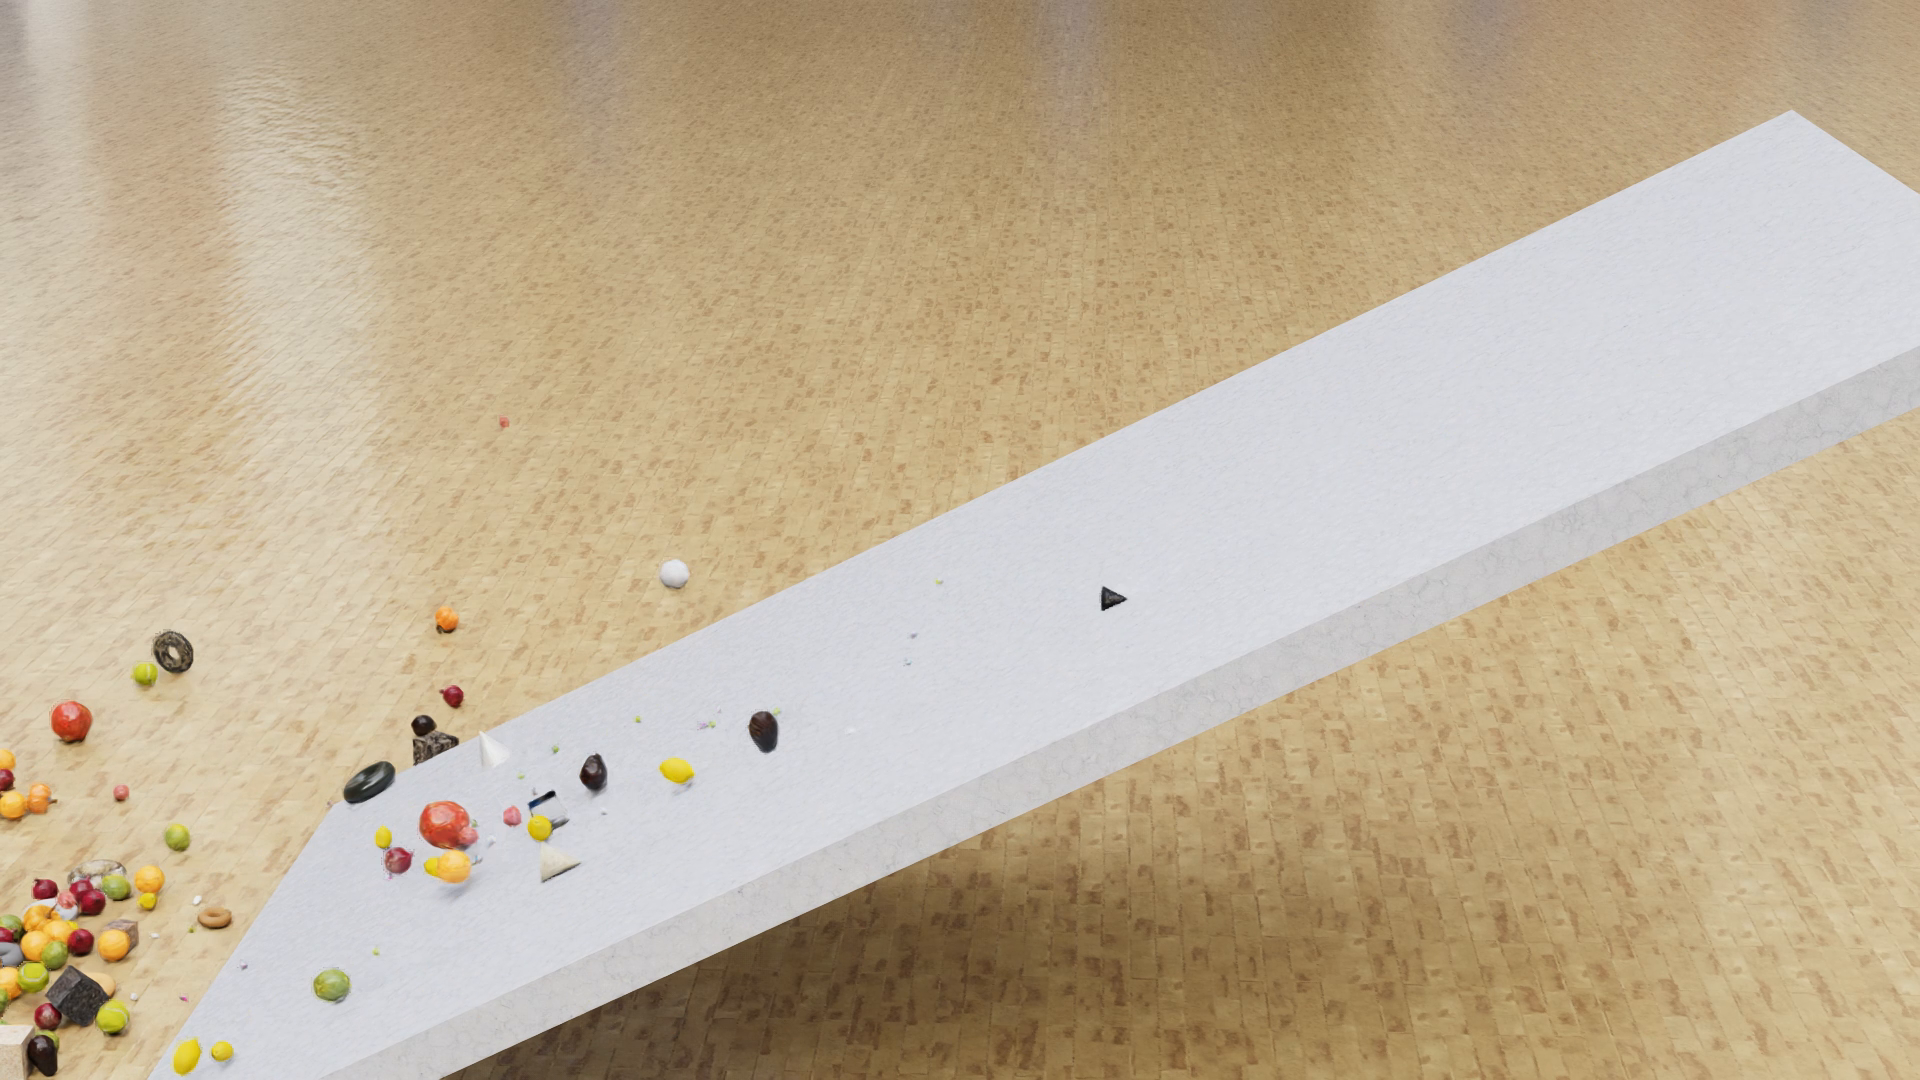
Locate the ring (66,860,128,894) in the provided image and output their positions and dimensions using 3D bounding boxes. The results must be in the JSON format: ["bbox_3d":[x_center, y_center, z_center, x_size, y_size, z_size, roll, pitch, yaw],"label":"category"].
[{"bbox_3d":[-2.138,0.836,7.286,0.146,0.049,0.146,-1,18,0],"label":"ring"}]

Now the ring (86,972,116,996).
[{"bbox_3d":[-1.980,1.020,6.690,0.117,0.039,0.117,1,18,0],"label":"ring"}]

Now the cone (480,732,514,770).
[{"bbox_3d":[-1.147,0.500,7.147,0.089,0.089,0.089,-26,14,7],"label":"cone"}]

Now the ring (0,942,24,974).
[{"bbox_3d":[-2.239,0.973,6.840,0.123,0.041,0.123,-1,18,0],"label":"ring"}]

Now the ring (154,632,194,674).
[{"bbox_3d":[-2.351,0.337,8.793,0.133,0.133,0.044,6,23,19],"label":"ring"}]

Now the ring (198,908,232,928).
[{"bbox_3d":[-1.792,0.908,7.075,0.080,0.027,0.080,4,18,-1],"label":"ring"}]

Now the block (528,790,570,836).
[{"bbox_3d":[-0.892,0.590,6.375,0.064,0.064,0.064,-29,14,-3],"label":"block"}]

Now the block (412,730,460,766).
[{"bbox_3d":[-1.432,0.585,8.049,0.089,0.089,0.089,13,21,36],"label":"block"}]

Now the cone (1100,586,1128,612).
[{"bbox_3d":[0.310,0.117,5.871,0.054,0.054,0.054,-5,16,9],"label":"cone"}]

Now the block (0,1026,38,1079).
[{"bbox_3d":[-2.044,1.104,6.318,0.091,0.091,0.091,0,17,1],"label":"block"}]

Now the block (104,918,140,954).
[{"bbox_3d":[-1.979,0.934,6.939,0.058,0.058,0.058,4,17,12],"label":"block"}]

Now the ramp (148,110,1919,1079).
[{"bbox_3d":[0.139,0.168,6.281,4.000,0.100,2.000,-25,14,10],"label":"ramp"}]

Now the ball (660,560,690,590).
[{"bbox_3d":[-0.932,0.113,9.610,0.096,0.096,0.096,0,17,0],"label":"ball"}]

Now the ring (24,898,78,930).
[{"bbox_3d":[-2.188,0.900,7.083,0.125,0.042,0.125,1,17,0],"label":"ring"}]

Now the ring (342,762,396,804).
[{"bbox_3d":[-1.504,0.618,7.488,0.149,0.050,0.149,-28,16,9],"label":"ring"}]

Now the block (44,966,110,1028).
[{"bbox_3d":[-1.968,1.017,6.558,0.085,0.085,0.085,-52,35,-10],"label":"block"}]
